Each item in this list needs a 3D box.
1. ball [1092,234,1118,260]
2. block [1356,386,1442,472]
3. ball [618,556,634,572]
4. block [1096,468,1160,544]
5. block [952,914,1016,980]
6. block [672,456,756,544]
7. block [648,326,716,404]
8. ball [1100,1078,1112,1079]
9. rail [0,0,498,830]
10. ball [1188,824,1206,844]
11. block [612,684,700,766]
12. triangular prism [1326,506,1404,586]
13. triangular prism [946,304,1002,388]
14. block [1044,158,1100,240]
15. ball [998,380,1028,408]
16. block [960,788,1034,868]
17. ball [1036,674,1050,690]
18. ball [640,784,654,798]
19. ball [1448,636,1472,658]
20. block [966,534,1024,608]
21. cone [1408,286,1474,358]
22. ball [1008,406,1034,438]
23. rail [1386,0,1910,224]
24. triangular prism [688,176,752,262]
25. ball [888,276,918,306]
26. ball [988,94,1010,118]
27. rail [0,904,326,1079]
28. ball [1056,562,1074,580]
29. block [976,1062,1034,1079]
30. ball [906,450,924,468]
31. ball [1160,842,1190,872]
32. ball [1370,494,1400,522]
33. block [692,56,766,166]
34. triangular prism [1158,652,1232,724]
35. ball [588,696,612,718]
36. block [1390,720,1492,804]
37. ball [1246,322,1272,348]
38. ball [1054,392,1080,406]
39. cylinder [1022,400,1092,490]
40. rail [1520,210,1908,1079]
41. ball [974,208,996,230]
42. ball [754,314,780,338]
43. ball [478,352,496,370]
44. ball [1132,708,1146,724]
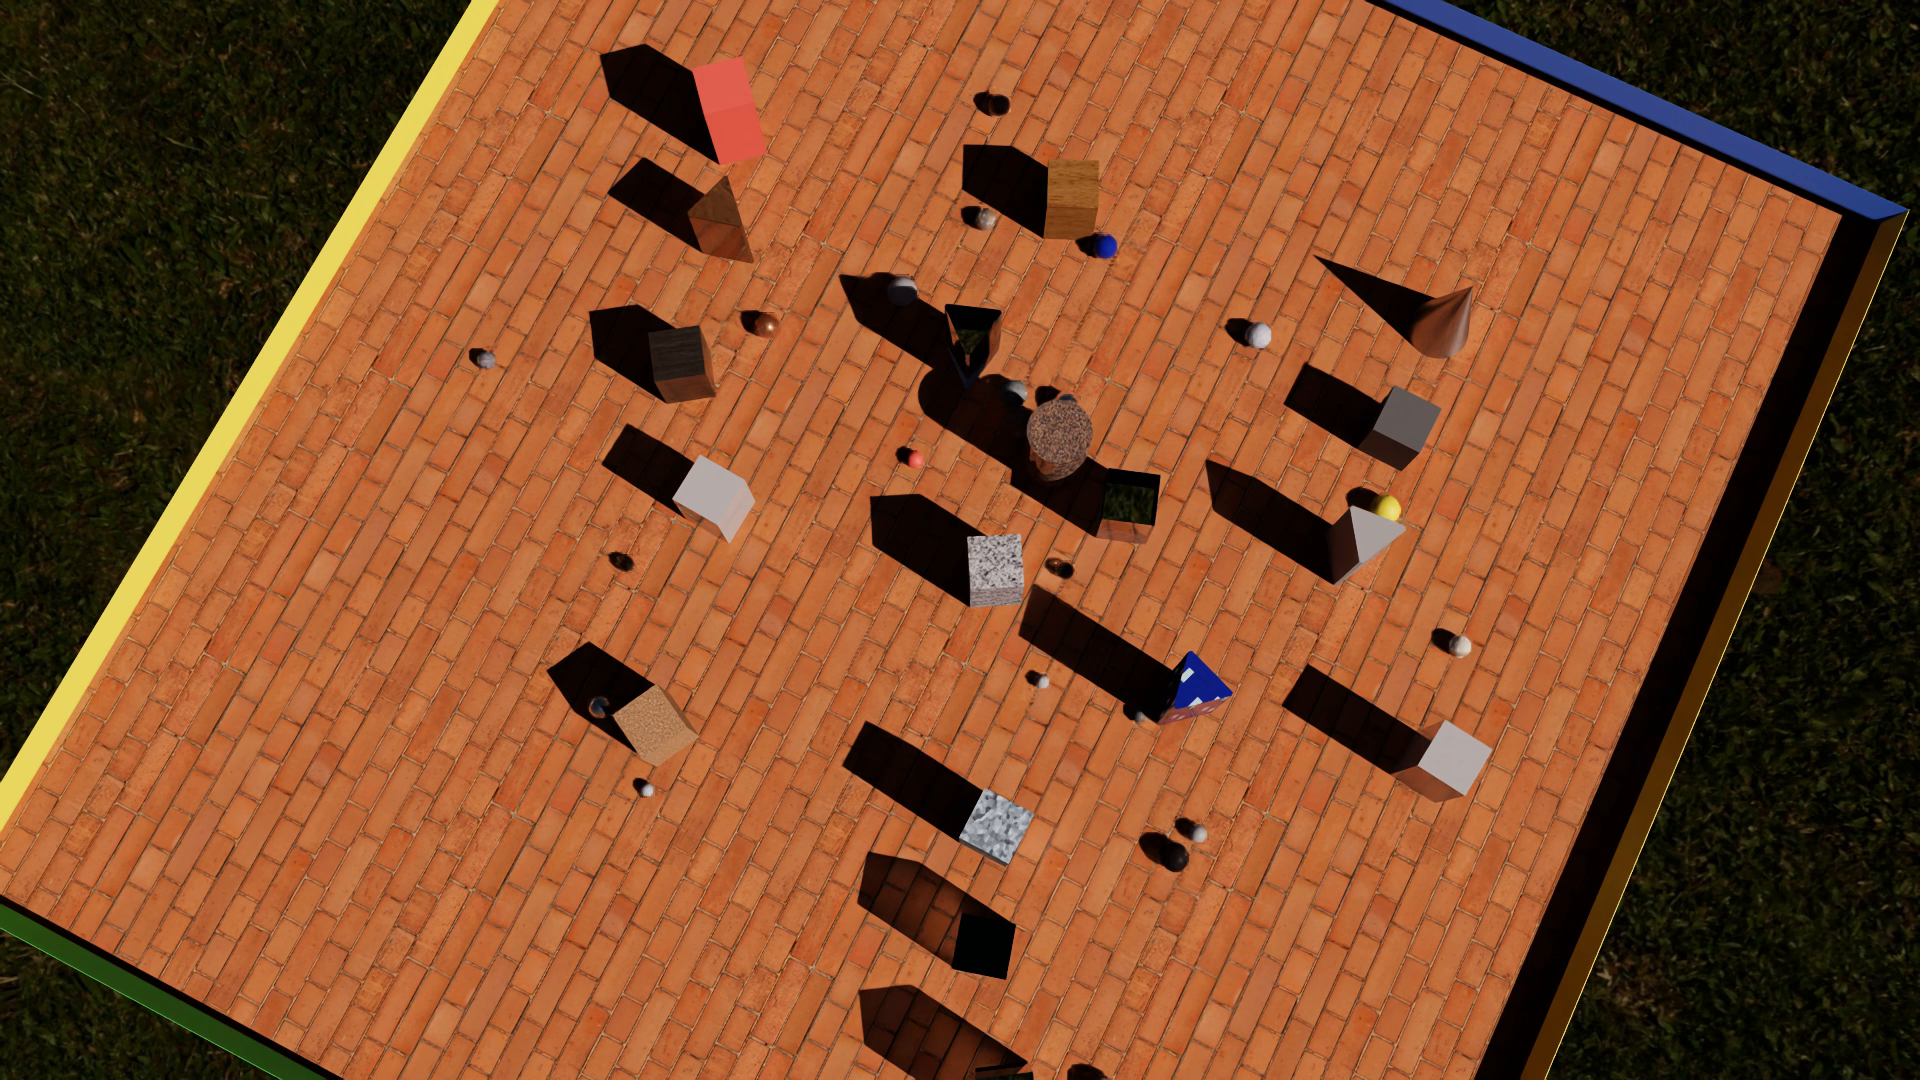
[{"bbox_3d":[0.457,-0.923,5.767,0.080,0.080,0.080,0,78,0],"label":"ball"},{"bbox_3d":[1.332,-0.337,5.568,0.155,0.232,0.155,28,80,5],"label":"block"},{"bbox_3d":[-1.016,0.073,5.576,0.051,0.051,0.051,0,78,0],"label":"ball"},{"bbox_3d":[0.502,-0.099,5.497,0.155,0.273,0.155,8,78,2],"label":"block"},{"bbox_3d":[0.066,1.157,5.228,0.155,0.292,0.155,11,79,2],"label":"block"},{"bbox_3d":[-0.735,-0.119,5.497,0.155,0.282,0.155,29,80,6],"label":"block"},{"bbox_3d":[-0.848,-0.534,5.603,0.155,0.243,0.155,-9,78,-2],"label":"block"},{"bbox_3d":[0.418,1.586,5.240,0.094,0.094,0.094,0,78,0],"label":"ball"},{"bbox_3d":[-1.925,-0.936,5.745,0.045,0.126,4.509,26,80,5],"label":"rail"},{"bbox_3d":[0.702,0.867,5.409,0.055,0.055,0.055,0,78,0],"label":"ball"},{"bbox_3d":[-0.888,0.545,5.368,0.155,0.266,0.155,-35,80,-7],"label":"block"},{"bbox_3d":[1.165,-0.003,5.425,0.167,0.376,0.145,-37,81,-7],"label":"triangular prism"},{"bbox_3d":[0.015,-0.614,5.562,0.145,0.355,0.167,36,81,7],"label":"triangular prism"},{"bbox_3d":[0.344,-1.056,5.697,0.155,0.270,0.155,2,78,0],"label":"block"},{"bbox_3d":[0.165,-0.452,5.665,0.089,0.089,0.089,0,78,0],"label":"ball"},{"bbox_3d":[0.102,0.829,5.257,0.155,0.368,0.155,27,80,5],"label":"block"},{"bbox_3d":[0.247,0.427,5.506,0.043,0.043,0.043,0,78,0],"label":"ball"},{"bbox_3d":[-0.930,0.743,5.442,0.041,0.041,0.041,0,78,0],"label":"ball"},{"bbox_3d":[1.505,0.320,5.516,0.068,0.068,0.068,0,78,0],"label":"ball"},{"bbox_3d":[0.103,0.094,5.438,0.155,0.312,0.155,-3,78,-1],"label":"block"},{"bbox_3d":[1.500,-0.702,5.555,0.193,0.405,0.193,0,78,0],"label":"cone"},{"bbox_3d":[0.195,-0.363,5.642,0.096,0.096,0.096,0,78,0],"label":"ball"},{"bbox_3d":[0.998,-1.947,5.954,4.353,0.126,0.045,26,80,5],"label":"rail"},{"bbox_3d":[-0.720,-0.996,5.659,0.167,0.320,0.145,12,79,2],"label":"triangular prism"},{"bbox_3d":[-0.180,-0.776,5.729,0.094,0.094,0.094,0,78,0],"label":"ball"},{"bbox_3d":[0.126,-1.391,5.868,0.071,0.071,0.071,0,78,0],"label":"ball"},{"bbox_3d":[-0.998,1.961,5.146,4.353,0.126,0.045,26,80,5],"label":"rail"},{"bbox_3d":[0.321,0.093,5.570,0.053,0.053,0.053,0,78,0],"label":"ball"},{"bbox_3d":[0.129,1.558,5.113,0.155,0.354,0.155,-6,78,-1],"label":"block"},{"bbox_3d":[-0.139,-0.248,5.641,0.053,0.053,0.053,0,78,0],"label":"ball"},{"bbox_3d":[0.631,0.931,5.381,0.085,0.085,0.085,0,78,0],"label":"ball"},{"bbox_3d":[1.296,-0.092,5.588,0.093,0.093,0.093,0,78,0],"label":"ball"},{"bbox_3d":[-0.713,-1.330,5.699,0.155,0.378,0.155,-15,79,-3],"label":"block"},{"bbox_3d":[0.659,0.422,5.308,0.167,0.434,0.145,-13,79,-3],"label":"triangular prism"},{"bbox_3d":[-1.076,0.499,5.478,0.069,0.069,0.069,0,78,0],"label":"ball"},{"bbox_3d":[1.392,0.645,5.313,0.155,0.333,0.155,33,80,6],"label":"block"},{"bbox_3d":[0.929,-0.636,5.706,0.082,0.082,0.082,0,78,0],"label":"ball"},{"bbox_3d":[0.328,-0.417,5.660,0.084,0.084,0.084,0,78,0],"label":"ball"},{"bbox_3d":[0.290,-0.282,5.501,0.193,0.340,0.193,0,78,0],"label":"cylinder"},{"bbox_3d":[1.925,0.949,5.355,0.045,0.126,4.509,26,80,5],"label":"rail"},{"bbox_3d":[0.081,-1.013,5.791,0.068,0.068,0.068,0,78,0],"label":"ball"},{"bbox_3d":[-0.602,-0.667,5.715,0.078,0.078,0.078,0,78,0],"label":"ball"},{"bbox_3d":[-1.474,-0.559,5.703,0.057,0.057,0.057,0,78,0],"label":"ball"},{"bbox_3d":[0.538,0.526,5.486,0.044,0.044,0.044,0,78,0],"label":"ball"}]
